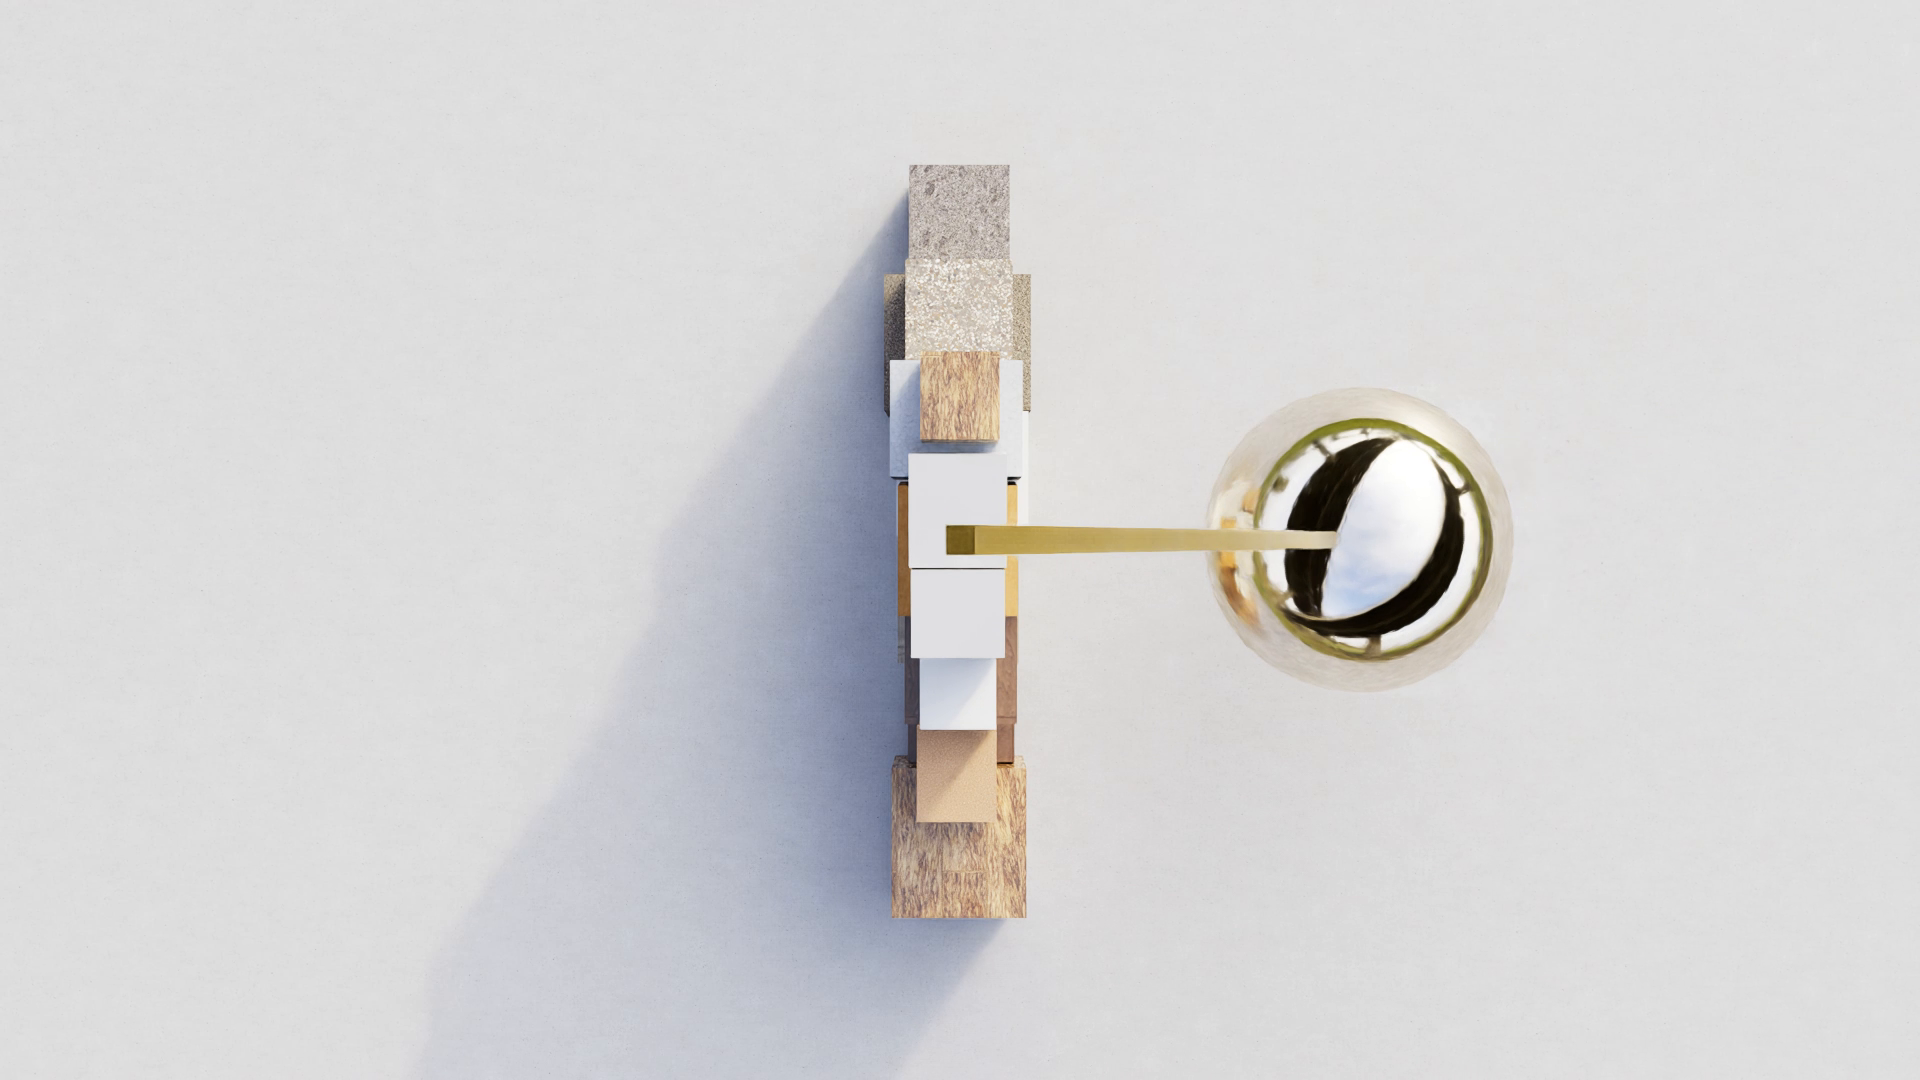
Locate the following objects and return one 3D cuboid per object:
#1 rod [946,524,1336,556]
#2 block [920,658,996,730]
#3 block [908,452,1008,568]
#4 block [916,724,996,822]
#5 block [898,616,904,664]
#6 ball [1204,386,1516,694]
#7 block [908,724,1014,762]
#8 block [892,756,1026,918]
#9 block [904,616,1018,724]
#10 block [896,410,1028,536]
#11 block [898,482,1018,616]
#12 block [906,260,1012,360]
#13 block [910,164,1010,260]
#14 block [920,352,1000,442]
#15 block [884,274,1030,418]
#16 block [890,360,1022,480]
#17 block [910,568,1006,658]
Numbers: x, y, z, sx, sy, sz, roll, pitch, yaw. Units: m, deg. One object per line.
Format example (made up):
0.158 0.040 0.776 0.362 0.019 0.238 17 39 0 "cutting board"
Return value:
0.899 0.000 8.289 0.080 5.200 0.080 0 90 20 "rod"
-0.010 0.778 11.664 0.398 0.354 0.415 0 91 0 "block"
-0.011 -0.161 11.337 0.497 0.459 0.575 0 93 0 "block"
-0.017 1.249 12.001 0.426 0.525 0.514 0 90 0 "block"
-0.010 0.342 12.701 0.684 0.599 0.706 0 90 0 "block"
2.074 0.000 11.479 1.600 1.600 1.600 0 90 0 "ball"
0.007 0.984 12.750 0.607 0.501 0.558 0 90 0 "block"
-0.006 1.690 12.632 0.753 0.736 0.834 0 90 0 "block"
0.004 0.683 12.120 0.607 0.563 0.604 0 91 0 "block"
0.014 -0.369 12.612 0.733 0.777 0.696 0 90 0 "block"
-0.012 0.039 11.903 0.631 0.647 0.689 0 93 0 "block"
-0.005 -1.229 12.038 0.575 0.538 0.546 0 90 0 "block"
-0.003 -1.803 12.675 0.565 0.651 0.610 0 90 0 "block"
0.001 -0.733 11.354 0.401 0.443 0.445 0 90 0 "block"
-0.014 -1.107 12.653 0.823 0.693 0.761 0 90 0 "block"
-0.020 -0.640 11.900 0.698 0.647 0.611 0 90 0 "block"
-0.010 0.359 11.350 0.475 0.495 0.446 0 93 0 "block"
